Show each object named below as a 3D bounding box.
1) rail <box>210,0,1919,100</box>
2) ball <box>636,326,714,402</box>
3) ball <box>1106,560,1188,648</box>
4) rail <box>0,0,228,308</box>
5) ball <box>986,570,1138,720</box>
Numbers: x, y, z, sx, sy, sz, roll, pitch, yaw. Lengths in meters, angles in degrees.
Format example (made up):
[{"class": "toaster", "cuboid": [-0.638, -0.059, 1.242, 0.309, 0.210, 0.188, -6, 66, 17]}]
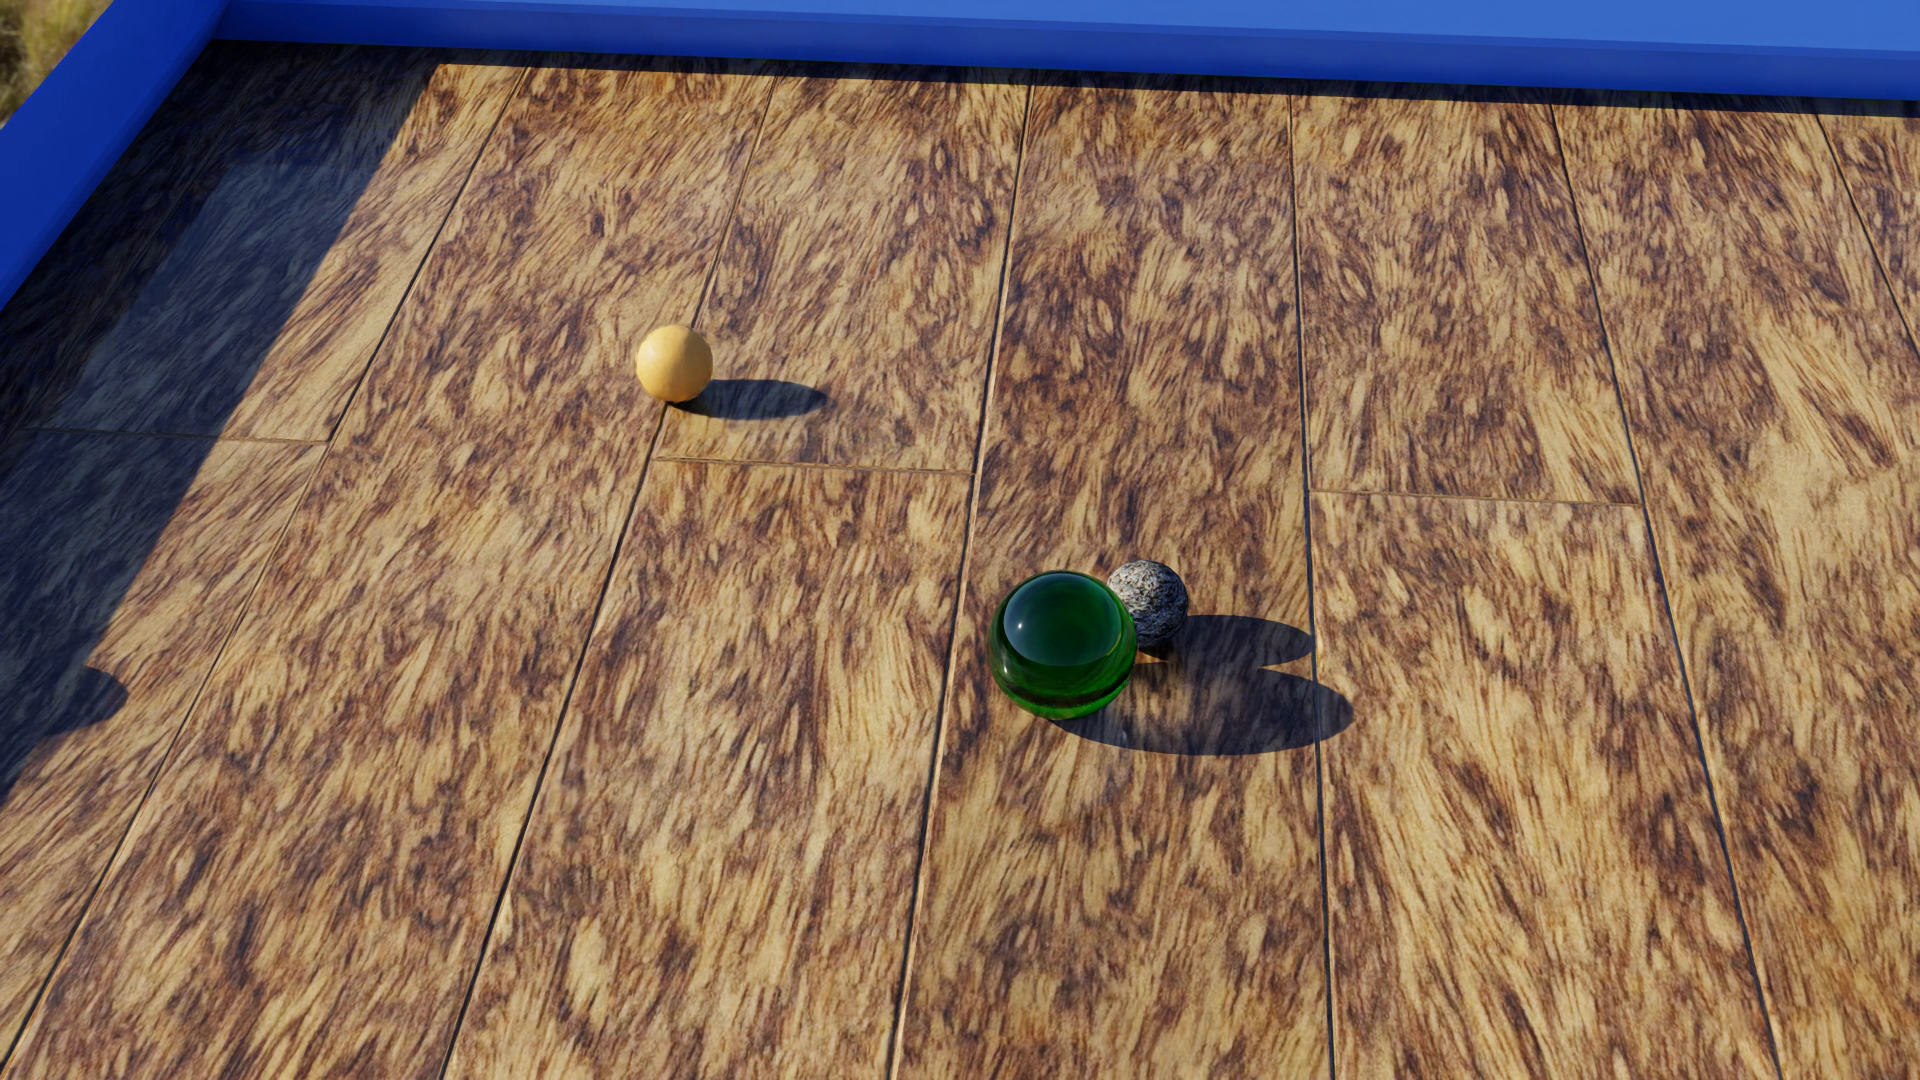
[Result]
[{"class": "rail", "cuboid": [0.902, -0.466, 2.419, 3.334, 0.129, 0.045, 3, 35, 4]}, {"class": "ball", "cuboid": [-0.224, -0.138, 2.016, 0.061, 0.061, 0.061, 0, 35, 0]}, {"class": "ball", "cuboid": [0.126, 0.044, 1.758, 0.061, 0.061, 0.061, 0, 35, 0]}, {"class": "rail", "cuboid": [-0.807, -0.064, 1.850, 0.045, 0.129, 1.726, 3, 35, 4]}, {"class": "ball", "cuboid": [0.067, 0.069, 1.688, 0.099, 0.099, 0.099, 0, 35, 0]}]
